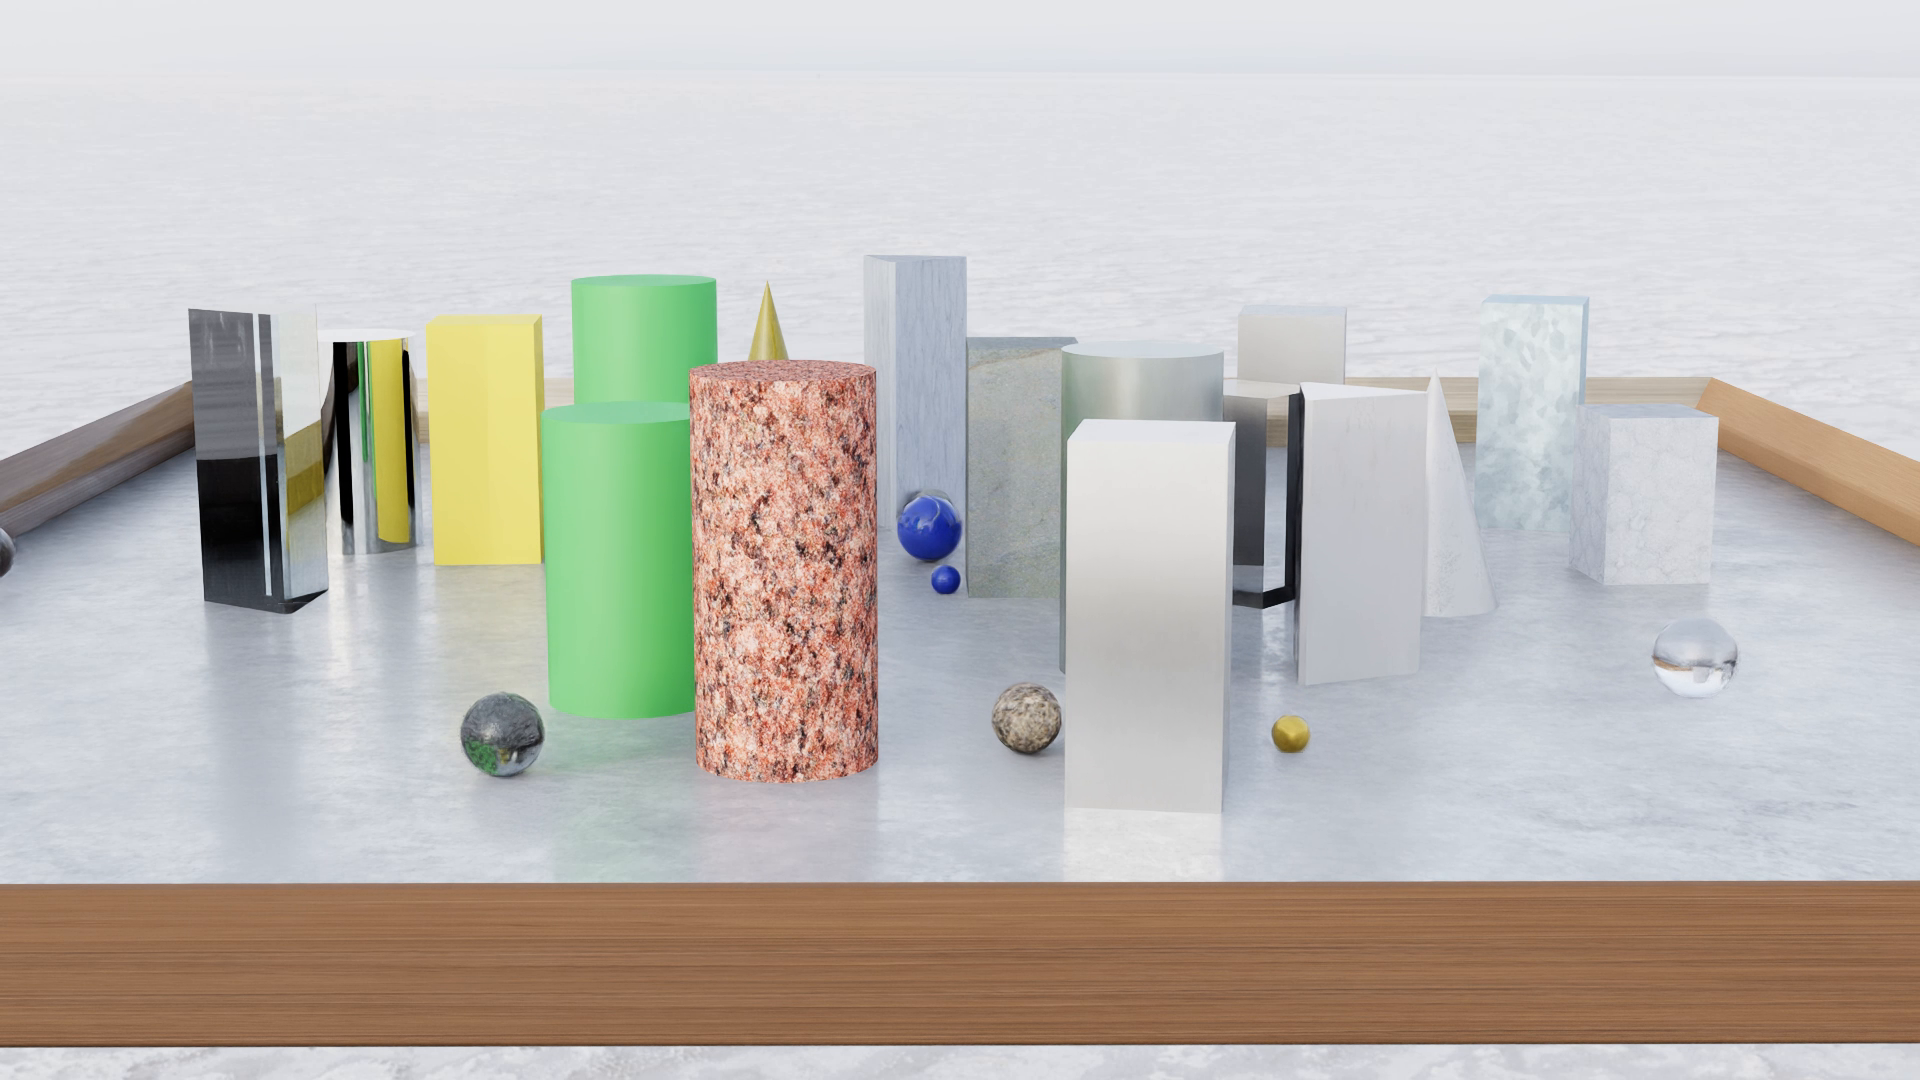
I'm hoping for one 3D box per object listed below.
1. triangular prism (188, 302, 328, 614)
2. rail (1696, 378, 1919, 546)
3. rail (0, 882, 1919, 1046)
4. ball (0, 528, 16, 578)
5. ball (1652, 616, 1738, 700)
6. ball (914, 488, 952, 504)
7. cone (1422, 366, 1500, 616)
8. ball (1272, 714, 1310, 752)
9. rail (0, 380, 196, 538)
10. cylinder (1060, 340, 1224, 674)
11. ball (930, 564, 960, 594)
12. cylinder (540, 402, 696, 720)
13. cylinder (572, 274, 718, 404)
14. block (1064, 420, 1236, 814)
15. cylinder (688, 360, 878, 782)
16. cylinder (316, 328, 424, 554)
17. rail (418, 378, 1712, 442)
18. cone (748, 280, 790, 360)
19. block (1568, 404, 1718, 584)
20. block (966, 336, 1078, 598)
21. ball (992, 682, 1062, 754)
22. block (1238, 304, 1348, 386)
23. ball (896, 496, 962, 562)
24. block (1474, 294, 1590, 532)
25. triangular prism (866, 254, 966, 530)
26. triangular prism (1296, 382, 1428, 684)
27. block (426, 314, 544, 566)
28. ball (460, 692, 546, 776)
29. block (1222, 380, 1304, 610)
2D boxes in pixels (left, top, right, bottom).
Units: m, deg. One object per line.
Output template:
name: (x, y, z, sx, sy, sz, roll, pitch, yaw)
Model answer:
triangular prism: (-0.929, -0.118, 3.506, 0.168, 0.402, 0.145, 7, 13, 33)
rail: (1.446, 0.031, 3.457, 0.045, 0.126, 3.121, 0, 11, 0)
rail: (0.009, 0.313, 1.938, 2.940, 0.126, 0.045, 0, 11, 0)
ball: (-1.386, 0.019, 3.640, 0.085, 0.085, 0.085, 0, 11, 0)
ball: (0.853, 0.136, 2.976, 0.097, 0.097, 0.097, 0, 11, 0)
ball: (-0.043, -0.049, 4.055, 0.066, 0.066, 0.066, 0, 11, 0)
cone: (0.641, -0.076, 3.488, 0.193, 0.326, 0.193, 0, 11, 0)
ball: (0.354, 0.207, 2.745, 0.041, 0.041, 0.041, 0, 11, 0)
rail: (-1.446, 0.034, 3.441, 0.045, 0.126, 3.121, 0, 11, 0)
cylinder: (0.218, -0.036, 3.095, 0.193, 0.391, 0.193, 0, 11, 0)
ball: (-0.020, 0.055, 3.564, 0.042, 0.042, 0.042, 0, 11, 0)
cylinder: (-0.380, 0.019, 2.952, 0.193, 0.335, 0.193, 0, 11, 0)
cylinder: (-0.423, -0.132, 3.476, 0.193, 0.440, 0.193, 0, 11, 0)
block: (0.192, 0.073, 2.575, 0.155, 0.367, 0.155, 2, 11, 8)
cylinder: (-0.183, 0.028, 2.689, 0.193, 0.414, 0.193, 0, 11, 0)
cylinder: (-0.923, -0.153, 3.917, 0.193, 0.321, 0.193, 0, 11, 0)
rail: (-0.009, -0.248, 4.960, 2.940, 0.126, 0.045, 0, 11, 0)
cone: (-0.324, -0.257, 4.344, 0.193, 0.370, 0.193, 0, 11, 0)
block: (0.981, -0.068, 3.691, 0.155, 0.237, 0.155, -1, 11, -5)
block: (0.087, -0.104, 3.587, 0.155, 0.345, 0.155, 0, 11, -1)
ball: (0.071, 0.190, 2.742, 0.076, 0.076, 0.076, 0, 11, 0)
block: (0.498, -0.164, 3.861, 0.155, 0.363, 0.155, 2, 11, 9)
ball: (-0.045, -0.017, 3.799, 0.097, 0.097, 0.097, 0, 11, 0)
block: (0.913, -0.205, 4.100, 0.155, 0.358, 0.155, 3, 11, 17)
triangular prism: (-0.100, -0.242, 4.120, 0.145, 0.423, 0.168, 10, 14, 43)
triangular prism: (0.452, -0.014, 3.115, 0.168, 0.341, 0.145, -5, 12, -24)
block: (-0.702, -0.152, 3.823, 0.155, 0.354, 0.155, -1, 11, -4)
ball: (-0.473, 0.201, 2.655, 0.087, 0.087, 0.087, 0, 11, 0)
block: (0.397, -0.067, 3.549, 0.155, 0.287, 0.155, 8, 13, 38)
